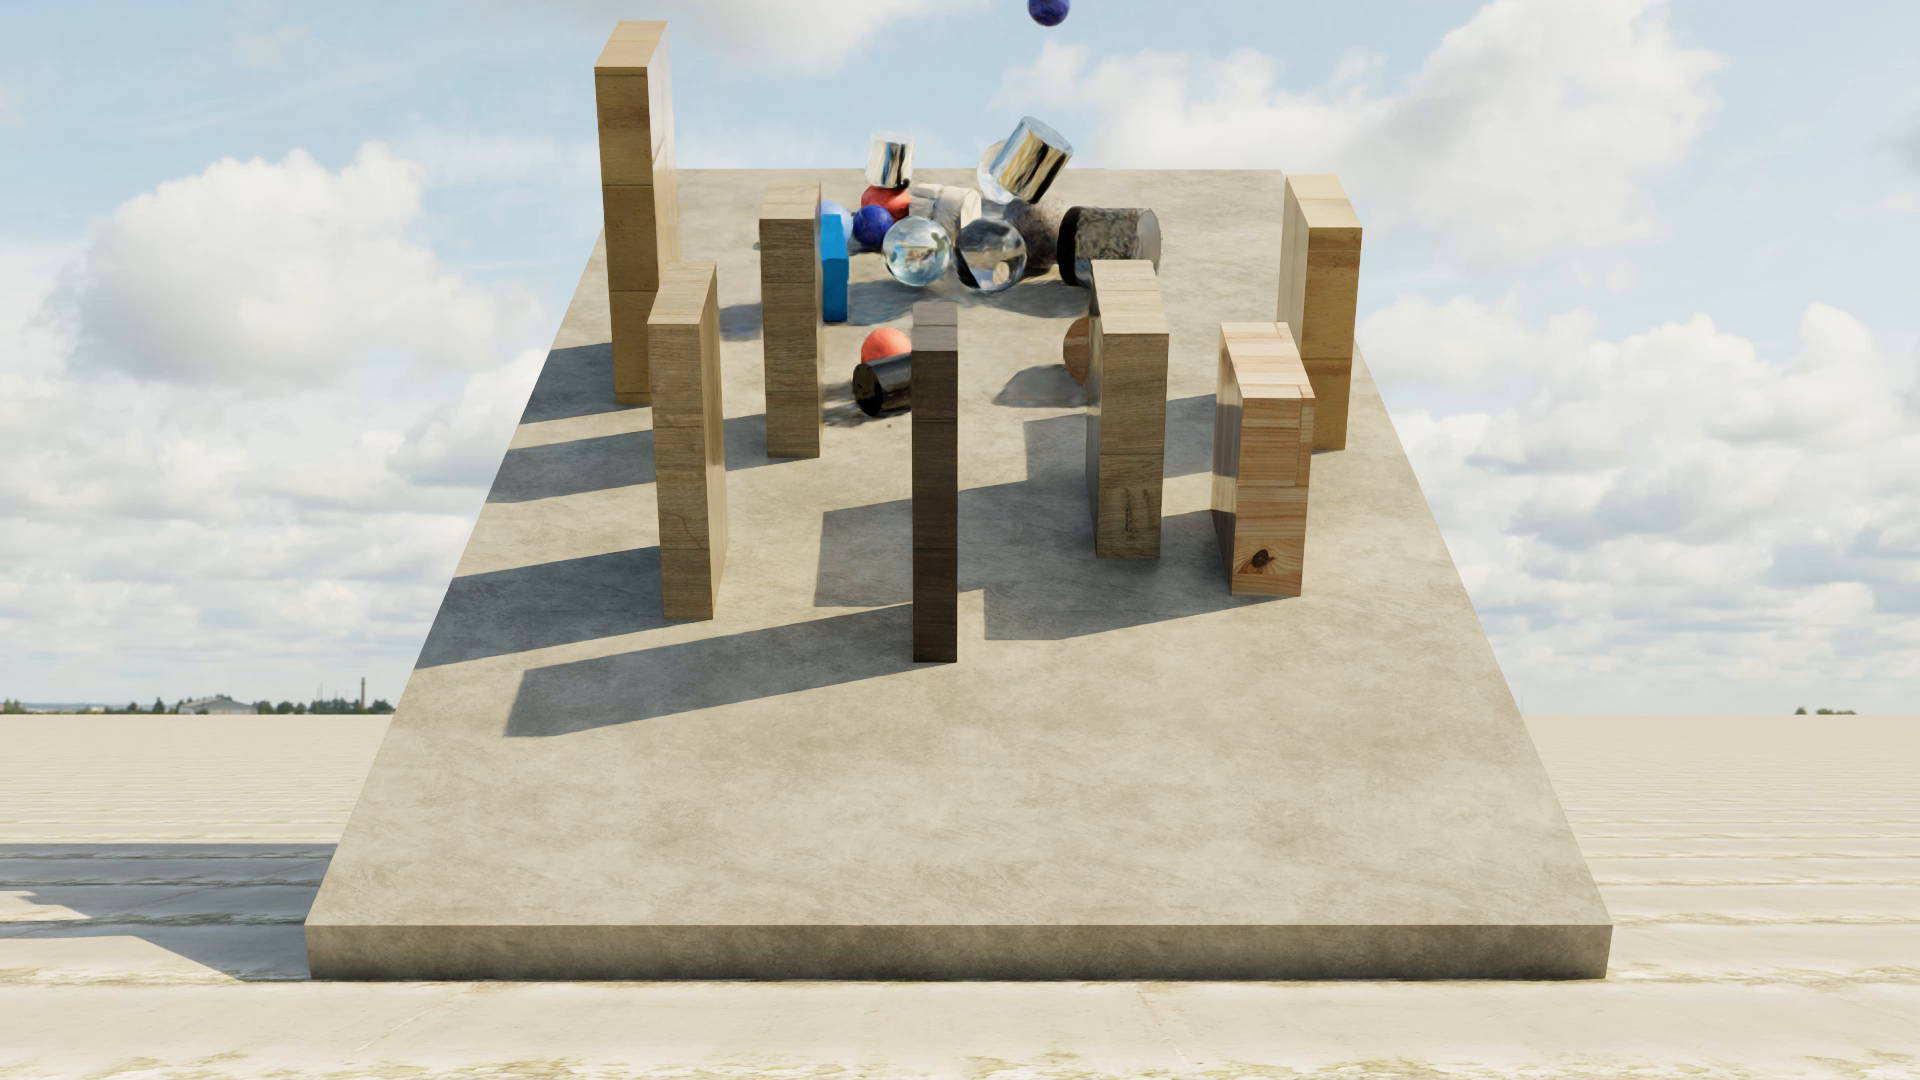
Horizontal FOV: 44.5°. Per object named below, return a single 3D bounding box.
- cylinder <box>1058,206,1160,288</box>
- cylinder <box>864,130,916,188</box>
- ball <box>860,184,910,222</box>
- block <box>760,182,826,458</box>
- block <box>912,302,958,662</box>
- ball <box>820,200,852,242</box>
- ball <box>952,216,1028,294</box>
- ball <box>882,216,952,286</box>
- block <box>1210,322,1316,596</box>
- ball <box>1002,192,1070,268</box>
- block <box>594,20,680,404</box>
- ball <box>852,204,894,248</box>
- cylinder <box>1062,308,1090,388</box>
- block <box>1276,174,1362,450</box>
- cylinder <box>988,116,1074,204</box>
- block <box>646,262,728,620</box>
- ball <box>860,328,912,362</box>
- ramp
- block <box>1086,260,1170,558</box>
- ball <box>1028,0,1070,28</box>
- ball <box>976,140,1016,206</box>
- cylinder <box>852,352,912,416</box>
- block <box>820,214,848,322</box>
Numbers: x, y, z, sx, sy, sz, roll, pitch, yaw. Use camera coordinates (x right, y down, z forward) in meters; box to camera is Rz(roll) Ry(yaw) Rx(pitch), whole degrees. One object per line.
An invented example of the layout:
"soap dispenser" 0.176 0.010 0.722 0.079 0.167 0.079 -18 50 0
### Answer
"cylinder" 0.390 -0.762 6.134 0.210 0.210 0.210 6 -1 24
"cylinder" -0.193 -1.059 6.541 0.129 0.129 0.129 7 23 -3
"ball" -0.208 -0.938 6.604 0.144 0.144 0.144 0 -4 0
"block" -0.368 -0.487 5.199 0.116 0.550 0.265 0 26 0
"block" -0.045 -0.104 4.321 0.081 0.615 0.243 0 26 0
"ball" -0.366 -0.861 6.455 0.141 0.141 0.141 0 -4 0
"ball" 0.076 -0.745 6.146 0.200 0.200 0.200 0 -4 0
"ball" -0.115 -0.759 6.171 0.185 0.185 0.185 0 -4 0
"block" 0.598 -0.166 4.686 0.136 0.418 0.407 0 26 0
"ball" 0.210 -0.837 6.331 0.207 0.207 0.207 0 -4 0
"block" -0.743 -0.769 5.499 0.116 0.796 0.435 0 26 0
"ball" -0.241 -0.869 6.498 0.118 0.118 0.118 0 -4 0
"cylinder" 0.368 -0.477 5.587 0.197 0.197 0.197 -2 23 23
"block" 0.802 -0.519 5.308 0.114 0.518 0.390 0 26 0
"cylinder" 0.183 -0.977 6.040 0.160 0.160 0.160 30 25 -15
"block" -0.519 -0.194 4.524 0.094 0.601 0.346 0 26 0
"ball" -0.172 -0.440 5.551 0.124 0.124 0.124 0 -4 0
"ramp" -0.009 -0.229 5.414 2.000 0.100 4.000 0 26 0
"block" 0.339 -0.275 4.835 0.127 0.484 0.439 0 26 0
"ball" 0.255 -1.537 6.754 0.125 0.125 0.125 0 -4 0
"ball" 0.143 -1.070 6.835 0.191 0.191 0.191 0 -4 0
"cylinder" -0.162 -0.361 5.428 0.125 0.125 0.125 -17 6 -32
"block" -0.393 -0.687 5.973 0.195 0.195 0.195 -4 -48 -8
